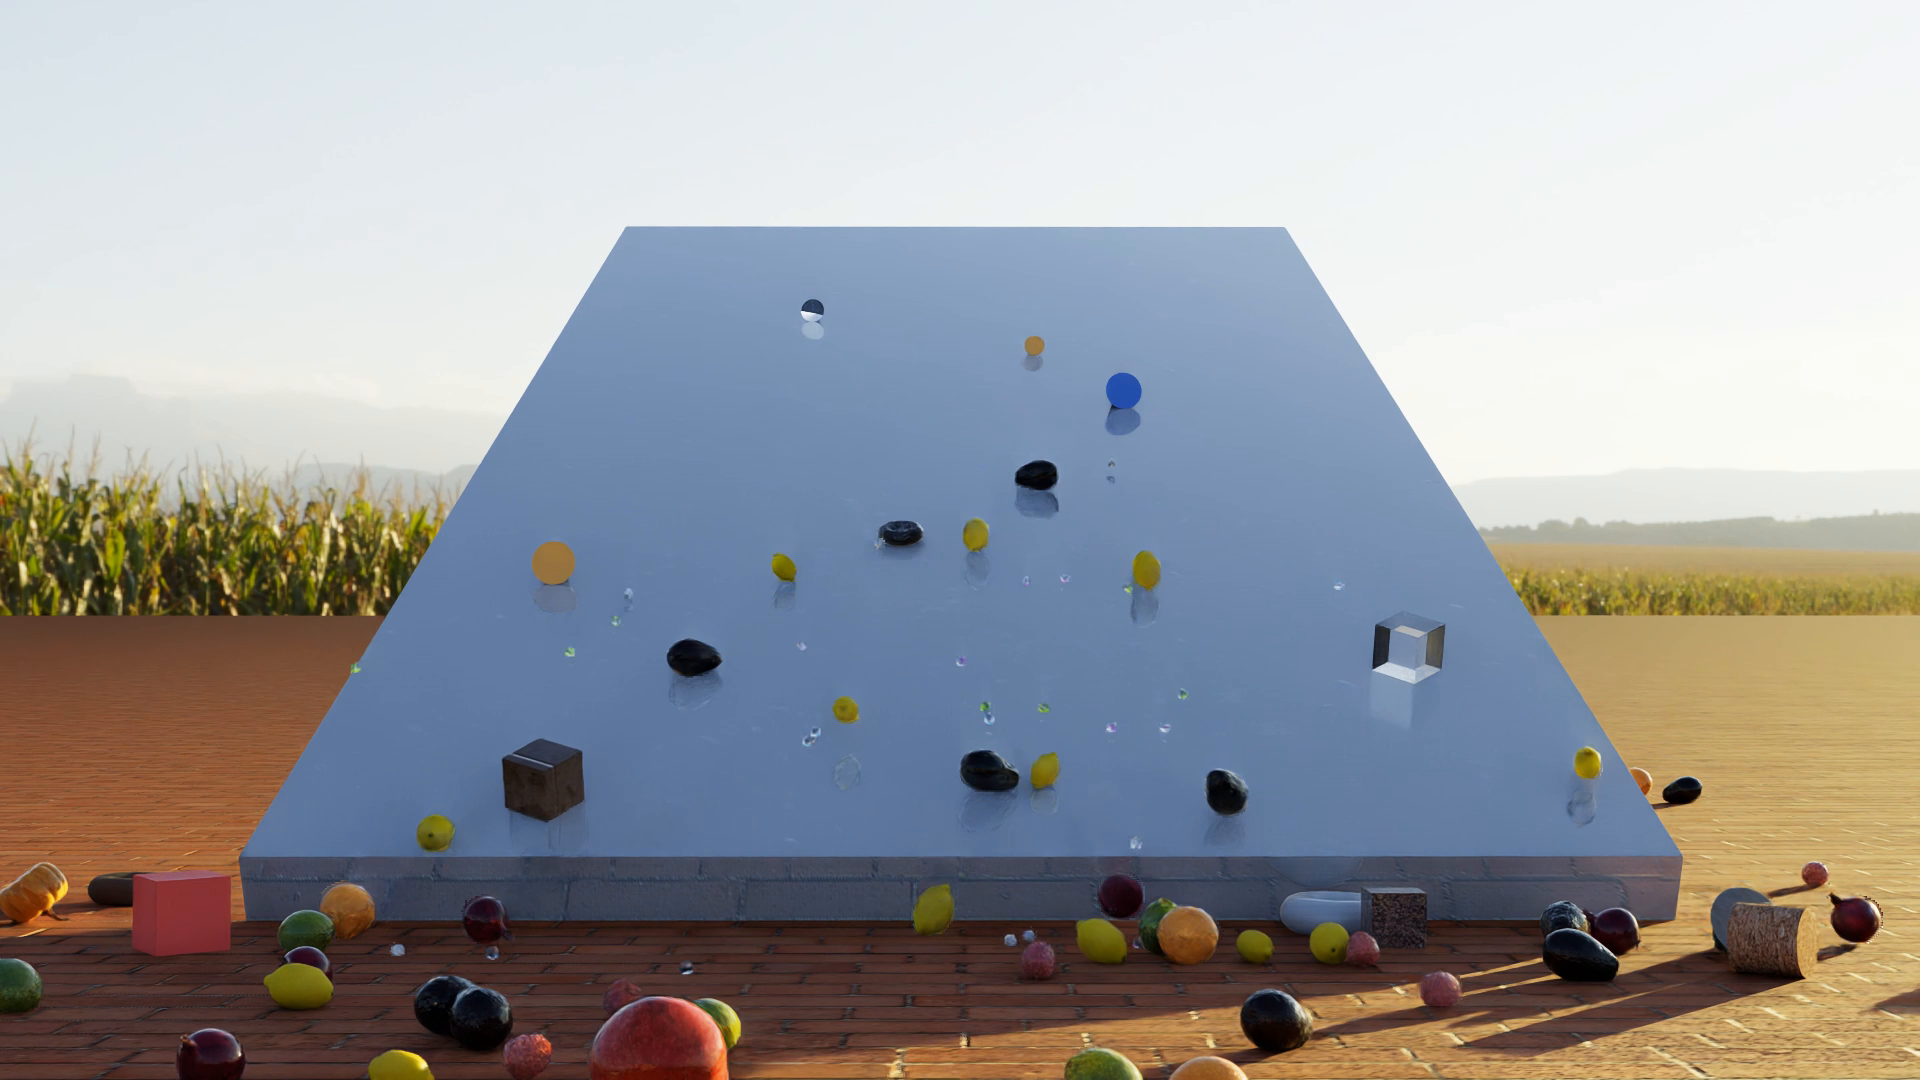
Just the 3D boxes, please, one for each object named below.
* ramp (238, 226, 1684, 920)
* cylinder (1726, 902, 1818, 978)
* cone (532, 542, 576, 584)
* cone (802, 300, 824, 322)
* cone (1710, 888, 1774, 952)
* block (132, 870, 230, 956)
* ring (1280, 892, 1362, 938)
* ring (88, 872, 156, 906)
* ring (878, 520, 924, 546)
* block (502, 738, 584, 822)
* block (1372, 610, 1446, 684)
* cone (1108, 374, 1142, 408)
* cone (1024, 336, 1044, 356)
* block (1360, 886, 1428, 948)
[{"bbox_3d":[-0.005,-0.210,5.037,2.000,0.100,4.000,0,20,0],"label":"ramp"},{"bbox_3d":[0.970,0.477,2.713,0.082,0.082,0.082,-1,-2,37],"label":"cylinder"},{"bbox_3d":[-0.735,0.046,4.150,0.079,0.079,0.079,0,-6,1],"label":"cone"},{"bbox_3d":[-0.376,-0.587,5.871,0.059,0.059,0.059,0,-6,6],"label":"cone"},{"bbox_3d":[0.977,0.502,2.881,0.095,0.095,0.095,0,-28,-9],"label":"cone"},{"bbox_3d":[-1.000,0.478,2.916,0.094,0.094,0.094,1,-2,-37],"label":"block"},{"bbox_3d":[0.506,0.505,3.063,0.149,0.050,0.149,1,-2,0],"label":"ring"},{"bbox_3d":[-1.233,0.519,3.381,0.121,0.040,0.121,1,-1,0],"label":"ring"},{"bbox_3d":[-0.112,-0.013,4.320,0.089,0.030,0.089,-1,21,0],"label":"ring"},{"bbox_3d":[-0.601,0.346,3.277,0.080,0.080,0.080,12,24,30],"label":"block"},{"bbox_3d":[0.738,0.176,3.738,0.082,0.082,0.082,18,27,40],"label":"block"},{"bbox_3d":[0.362,-0.333,5.173,0.083,0.083,0.083,0,1,-14],"label":"cone"},{"bbox_3d":[0.182,-0.472,5.568,0.050,0.050,0.050,0,-6,0],"label":"cone"},{"bbox_3d":[0.563,0.490,2.952,0.071,0.071,0.071,0,-2,-1],"label":"block"}]
